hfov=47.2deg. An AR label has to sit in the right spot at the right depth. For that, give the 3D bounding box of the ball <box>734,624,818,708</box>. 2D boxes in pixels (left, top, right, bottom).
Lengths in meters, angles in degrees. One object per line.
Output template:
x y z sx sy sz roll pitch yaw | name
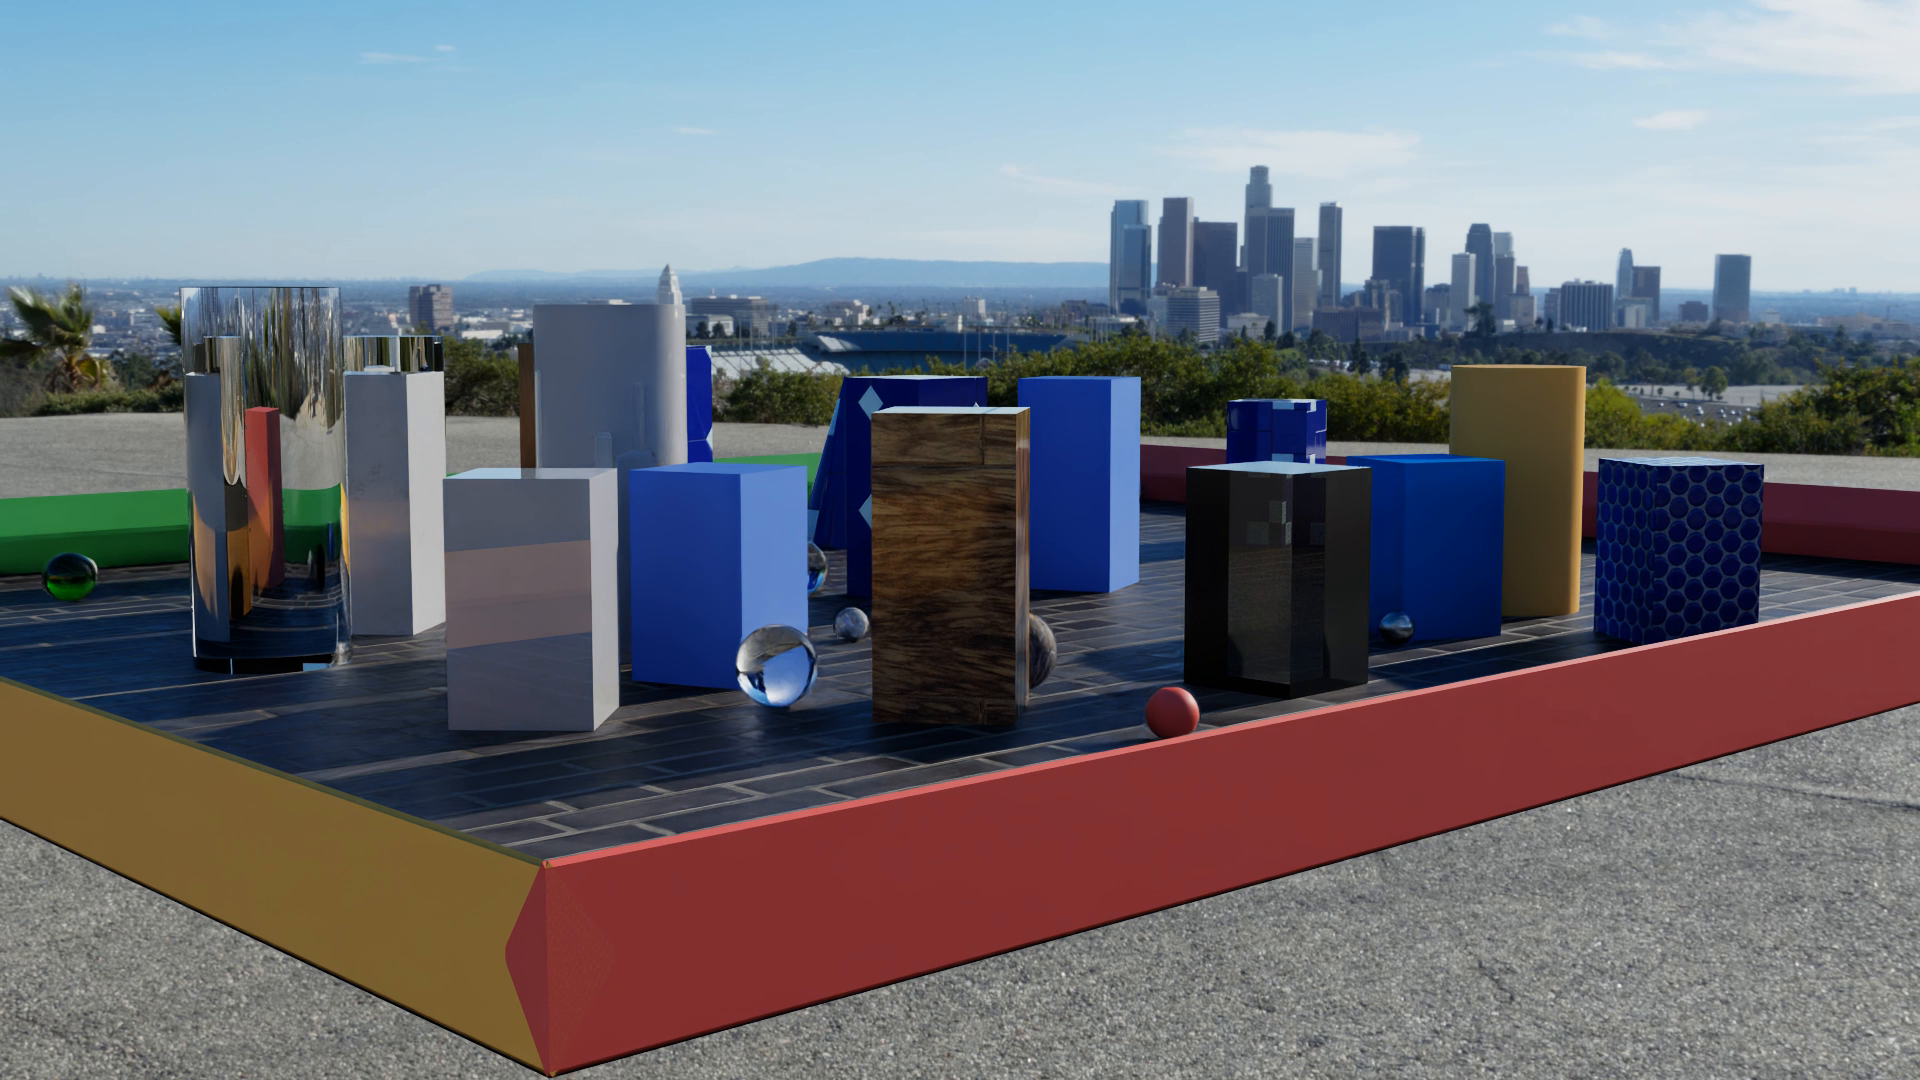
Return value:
-0.206 0.141 2.468 0.094 0.094 0.094 0 6 0 | ball

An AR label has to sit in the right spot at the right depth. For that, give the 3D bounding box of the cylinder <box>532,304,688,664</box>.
-0.450 -0.078 2.845 0.194 0.450 0.194 0 6 0 | cylinder

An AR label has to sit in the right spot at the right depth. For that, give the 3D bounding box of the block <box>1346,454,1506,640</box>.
0.641 0.007 3.046 0.155 0.240 0.155 -2 6 -20 | block

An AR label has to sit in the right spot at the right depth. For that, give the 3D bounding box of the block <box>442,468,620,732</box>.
-0.463 0.061 2.396 0.155 0.268 0.155 0 6 2 | block

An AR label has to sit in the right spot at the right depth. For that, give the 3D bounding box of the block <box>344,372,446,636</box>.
-0.820 -0.055 3.081 0.155 0.356 0.155 1 6 5 | block

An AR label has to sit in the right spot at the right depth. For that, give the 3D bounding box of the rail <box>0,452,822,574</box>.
-0.907 -0.070 4.310 3.162 0.126 0.045 -5 8 -42 | rail

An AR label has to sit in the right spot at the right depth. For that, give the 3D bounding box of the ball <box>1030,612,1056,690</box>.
0.064 0.129 2.561 0.097 0.097 0.097 0 6 0 | ball

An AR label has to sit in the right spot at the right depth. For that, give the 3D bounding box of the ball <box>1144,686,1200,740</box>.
0.220 0.180 2.279 0.056 0.056 0.056 0 6 0 | ball

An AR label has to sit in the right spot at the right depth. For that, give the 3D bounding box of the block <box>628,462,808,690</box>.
-0.291 0.039 2.670 0.155 0.254 0.155 3 7 26 | block

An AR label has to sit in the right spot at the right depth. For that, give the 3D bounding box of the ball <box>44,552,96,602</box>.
-1.359 0.057 3.357 0.076 0.076 0.076 0 6 0 | ball

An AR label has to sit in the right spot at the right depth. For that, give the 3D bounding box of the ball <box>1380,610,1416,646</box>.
0.582 0.117 2.924 0.047 0.047 0.047 0 6 0 | ball

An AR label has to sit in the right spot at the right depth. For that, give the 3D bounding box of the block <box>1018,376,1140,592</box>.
0.193 -0.094 3.550 0.155 0.335 0.155 2 6 22 | block

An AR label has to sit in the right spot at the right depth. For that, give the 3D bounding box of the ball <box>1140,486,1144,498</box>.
0.408 -0.115 5.151 0.042 0.042 0.042 0 6 0 | ball

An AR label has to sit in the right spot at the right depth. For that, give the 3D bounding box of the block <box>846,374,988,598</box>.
-0.067 -0.083 3.426 0.155 0.340 0.155 5 8 42 | block

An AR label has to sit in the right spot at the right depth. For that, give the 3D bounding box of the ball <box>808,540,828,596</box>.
-0.251 0.043 3.412 0.091 0.091 0.091 0 6 0 | ball

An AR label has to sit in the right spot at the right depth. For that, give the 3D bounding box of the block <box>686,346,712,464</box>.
-0.558 -0.164 4.012 0.155 0.378 0.155 3 6 23 | block

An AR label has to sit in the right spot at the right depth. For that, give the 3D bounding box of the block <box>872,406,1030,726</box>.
-0.008 0.024 2.432 0.155 0.334 0.155 1 6 7 | block

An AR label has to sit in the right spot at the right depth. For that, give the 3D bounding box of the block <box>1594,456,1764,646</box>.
0.973 0.013 2.986 0.155 0.240 0.155 -1 6 -12 | block

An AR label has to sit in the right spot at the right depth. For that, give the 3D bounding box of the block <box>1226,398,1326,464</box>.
0.610 -0.134 4.243 0.155 0.270 0.155 3 6 23 | block

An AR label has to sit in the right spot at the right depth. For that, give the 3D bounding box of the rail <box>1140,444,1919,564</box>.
1.145 -0.077 4.382 0.045 0.126 2.724 -5 8 -42 | rail

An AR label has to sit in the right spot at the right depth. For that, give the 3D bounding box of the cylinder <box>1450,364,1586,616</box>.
0.826 -0.078 3.275 0.194 0.360 0.194 0 6 0 | cylinder

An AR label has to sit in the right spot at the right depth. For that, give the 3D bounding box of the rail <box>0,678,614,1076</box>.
-1.145 0.143 2.282 0.045 0.126 2.724 -5 8 -42 | rail

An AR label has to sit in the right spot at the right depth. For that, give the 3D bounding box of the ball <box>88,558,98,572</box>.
-1.432 0.049 3.593 0.043 0.043 0.043 0 6 0 | ball

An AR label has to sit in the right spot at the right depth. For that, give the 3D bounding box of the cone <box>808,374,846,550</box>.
-0.217 -0.154 4.177 0.194 0.323 0.194 0 6 0 | cone

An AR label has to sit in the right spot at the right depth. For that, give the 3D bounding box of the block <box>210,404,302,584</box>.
-1.132 -0.080 3.665 0.155 0.282 0.155 5 8 39 | block

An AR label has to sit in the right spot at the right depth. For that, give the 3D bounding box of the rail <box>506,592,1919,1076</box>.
0.907 0.135 2.354 3.162 0.126 0.045 -5 8 -42 | rail

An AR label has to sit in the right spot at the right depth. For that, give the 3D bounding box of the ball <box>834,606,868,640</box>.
-0.146 0.113 2.964 0.046 0.046 0.046 0 6 0 | ball

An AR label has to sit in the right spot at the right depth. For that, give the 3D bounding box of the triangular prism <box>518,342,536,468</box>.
-0.603 -0.126 3.585 0.168 0.390 0.146 4 7 36 | triangular prism

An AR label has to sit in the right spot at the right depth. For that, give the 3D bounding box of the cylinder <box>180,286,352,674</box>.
-0.871 -0.080 2.766 0.194 0.472 0.194 0 6 0 | cylinder

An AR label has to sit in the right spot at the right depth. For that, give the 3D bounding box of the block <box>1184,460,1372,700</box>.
0.377 0.043 2.611 0.155 0.259 0.155 6 8 45 | block

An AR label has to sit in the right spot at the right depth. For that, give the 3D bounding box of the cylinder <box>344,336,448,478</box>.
-0.879 -0.107 3.341 0.194 0.404 0.194 0 6 0 | cylinder
